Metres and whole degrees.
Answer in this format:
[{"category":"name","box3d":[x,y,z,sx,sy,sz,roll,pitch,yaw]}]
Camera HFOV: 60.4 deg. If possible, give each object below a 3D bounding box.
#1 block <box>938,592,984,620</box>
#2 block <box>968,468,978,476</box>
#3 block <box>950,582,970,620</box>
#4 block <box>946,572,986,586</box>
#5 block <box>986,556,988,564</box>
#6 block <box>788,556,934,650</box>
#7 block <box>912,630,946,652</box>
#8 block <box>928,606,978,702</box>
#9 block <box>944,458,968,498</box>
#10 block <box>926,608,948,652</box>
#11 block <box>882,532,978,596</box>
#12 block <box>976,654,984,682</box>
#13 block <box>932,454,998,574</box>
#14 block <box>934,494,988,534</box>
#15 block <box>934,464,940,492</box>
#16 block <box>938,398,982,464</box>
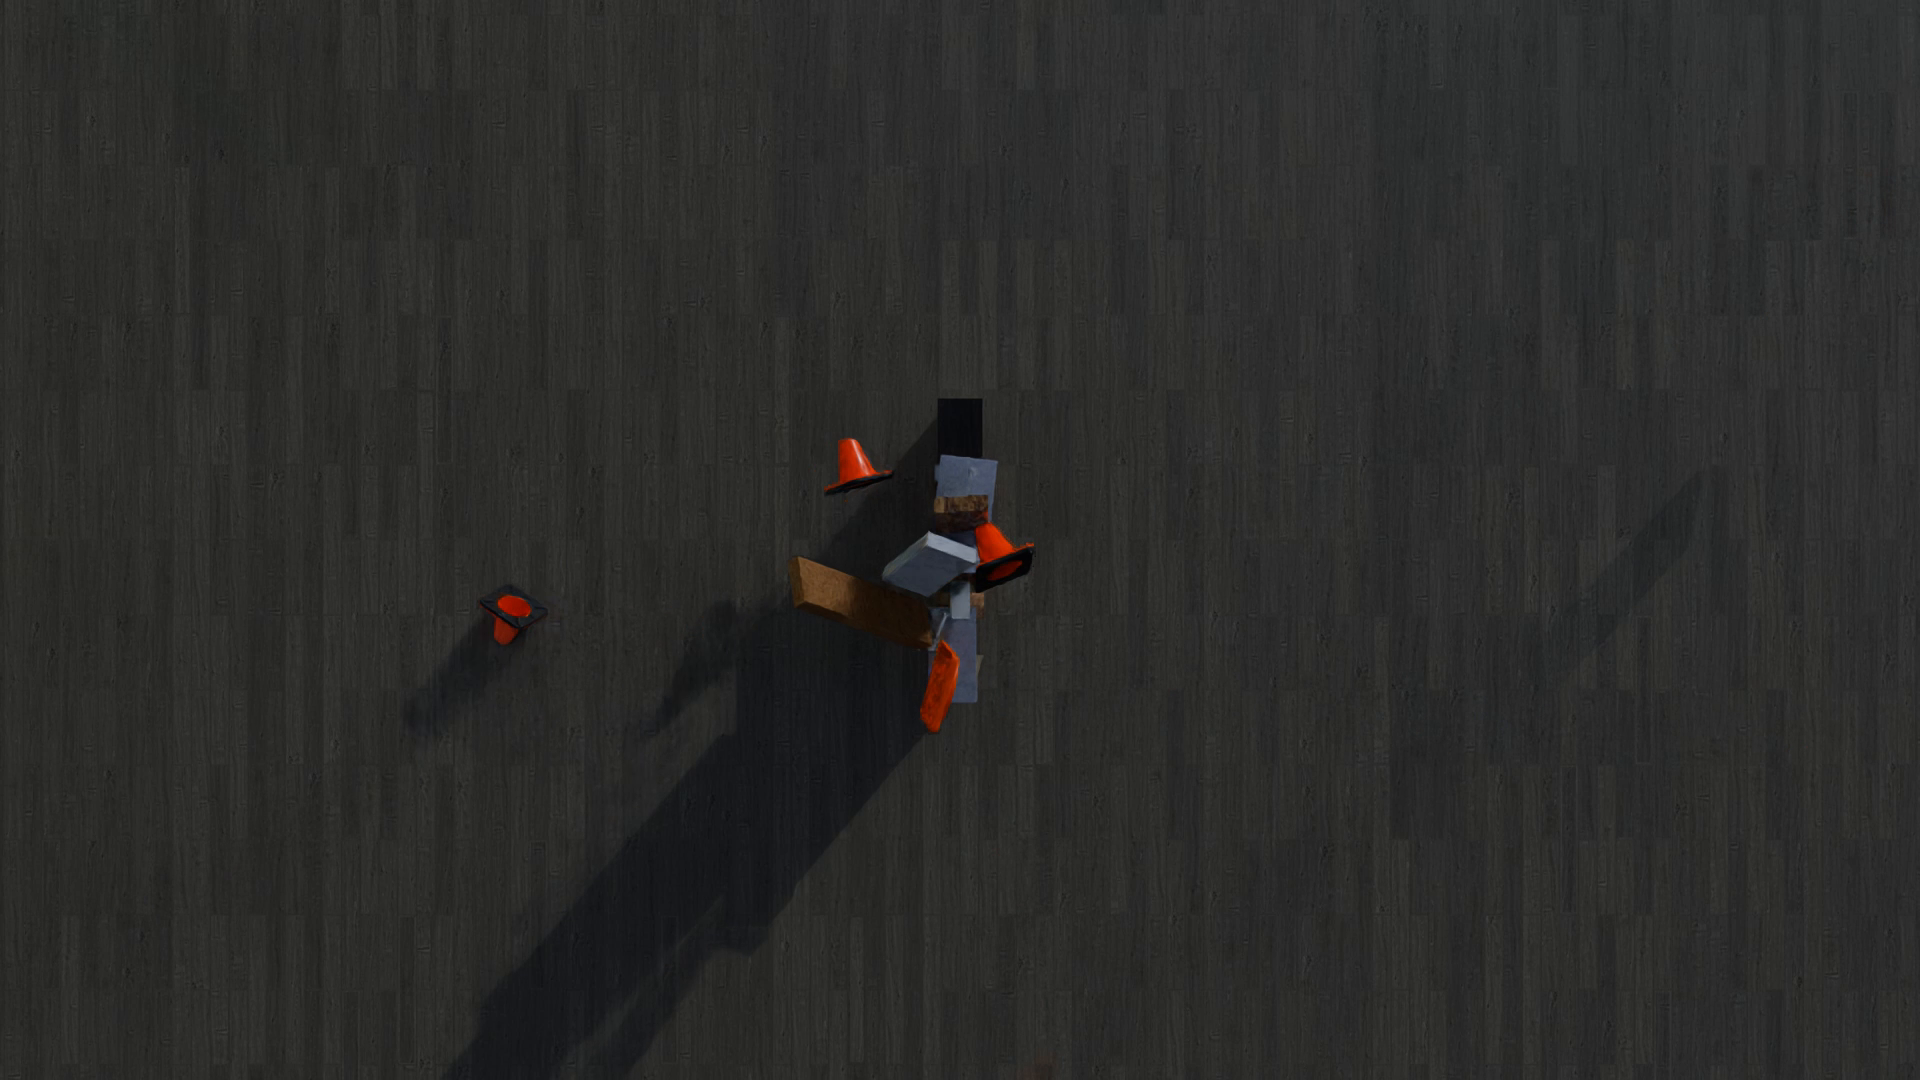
[{"category":"block","box3d":[0.004,0.212,5.349,0.149,0.299,0.042,0,96,0]},{"category":"block","box3d":[0.011,-0.196,4.710,0.067,0.133,0.019,5,95,5]},{"category":"block","box3d":[0.002,0.189,5.129,0.061,0.017,0.122,-1,70,-1]},{"category":"block","box3d":[0.004,-0.008,5.179,0.149,0.042,0.299,0,90,-1]},{"category":"block","box3d":[-0.001,0.044,4.992,0.166,0.331,0.047,3,88,-1]},{"category":"block","box3d":[-0.285,0.190,4.828,0.042,0.534,0.148,-32,54,30]},{"category":"block","box3d":[-0.104,0.298,5.110,0.122,0.017,0.061,-23,87,-39]},{"category":"block","box3d":[-0.023,0.358,5.173,0.149,0.042,0.299,0,90,5]},{"category":"block","box3d":[-0.009,-0.161,4.635,0.067,0.019,0.133,0,90,5]},{"category":"block","box3d":[-0.088,0.272,5.030,0.061,0.017,0.122,22,93,32]},{"category":"block","box3d":[-0.087,0.070,4.567,0.148,0.296,0.042,21,62,-20]},{"category":"block","box3d":[-0.010,0.428,5.344,0.149,0.299,0.042,2,102,5]},{"category":"block","box3d":[0.008,-0.074,4.803,0.166,0.047,0.331,6,90,0]},{"category":"block","box3d":[0.005,-0.071,4.629,0.148,0.296,0.042,-4,79,0]},{"category":"block","box3d":[0.007,-0.184,4.994,0.166,0.331,0.047,2,86,-1]},{"category":"block","box3d":[0.001,-0.304,5.198,0.141,0.040,0.282,0,90,0]}]
